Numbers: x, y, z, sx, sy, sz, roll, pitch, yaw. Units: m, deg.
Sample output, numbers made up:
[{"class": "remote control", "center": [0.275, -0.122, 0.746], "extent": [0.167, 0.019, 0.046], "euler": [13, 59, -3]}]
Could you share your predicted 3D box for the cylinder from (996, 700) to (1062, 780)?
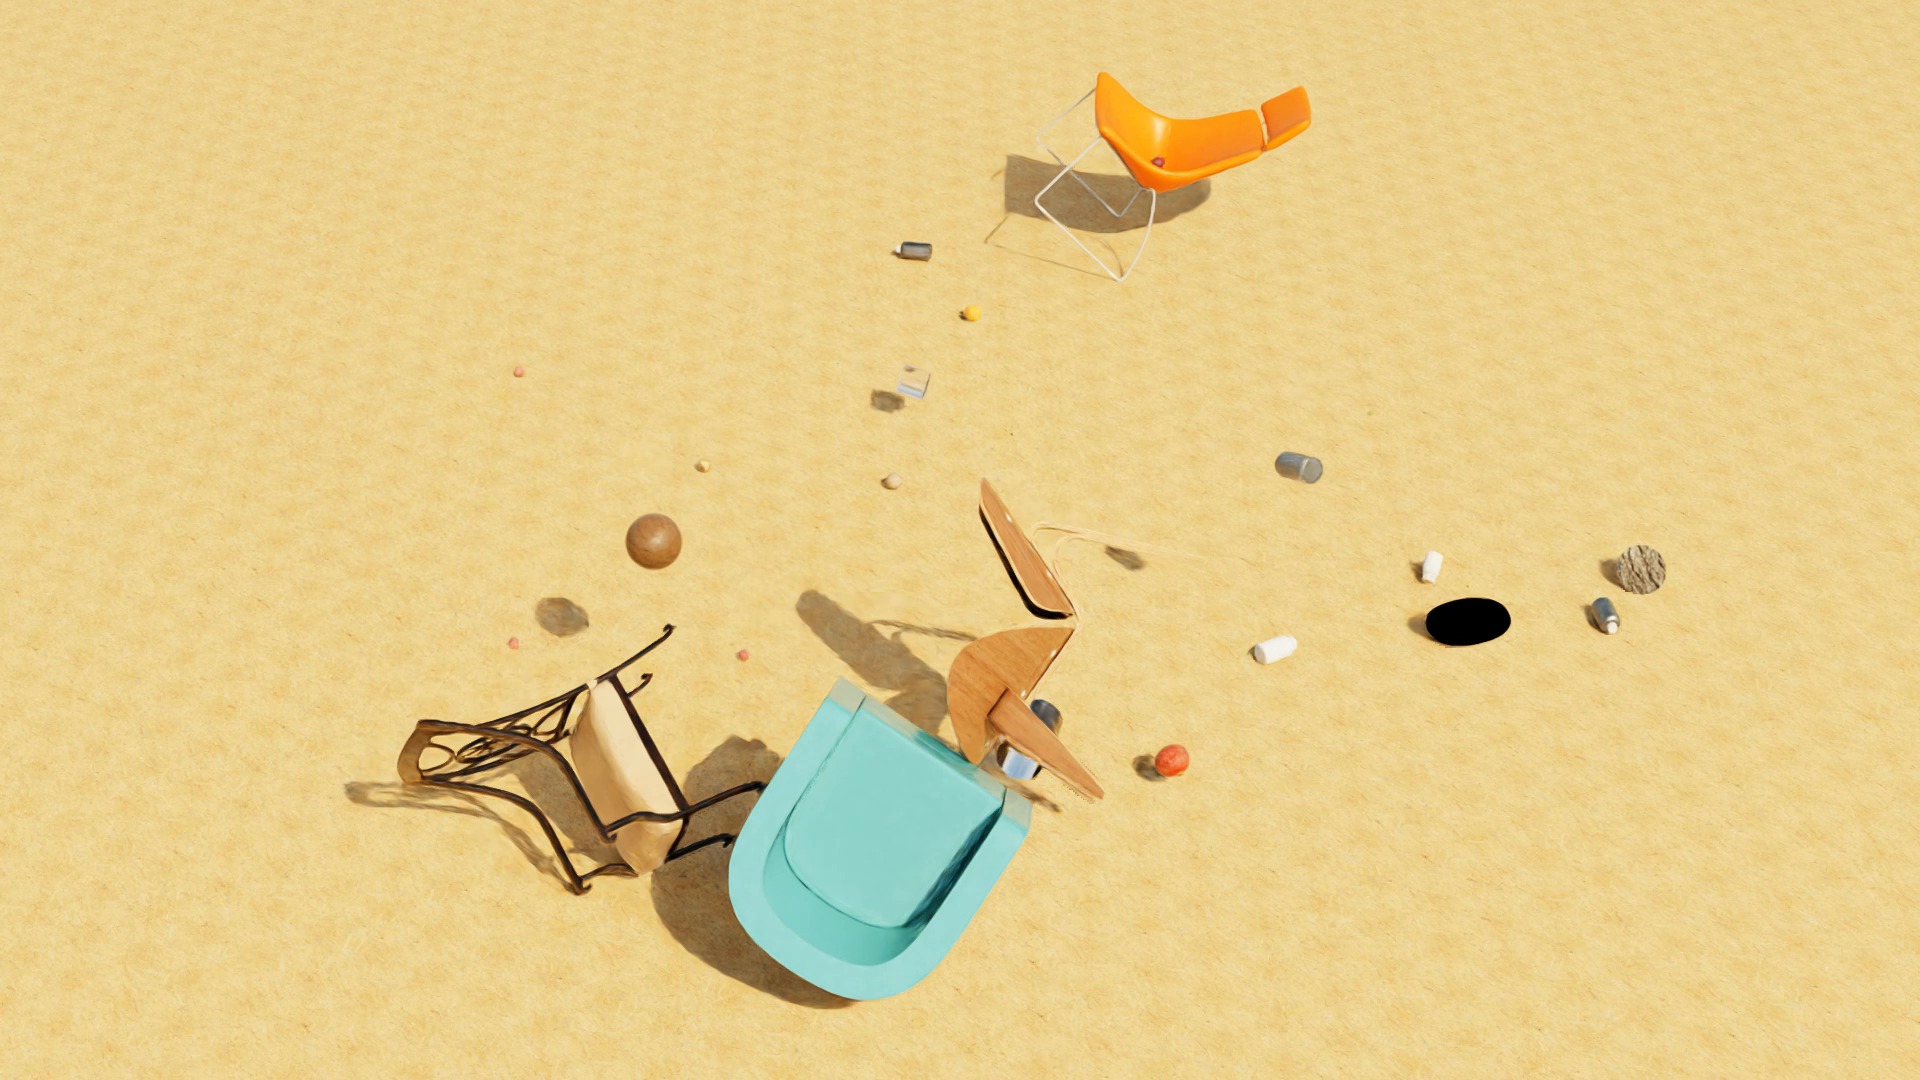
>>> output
[{"class": "cylinder", "center": [0.232, 0.665, 9.773], "extent": [0.160, 0.183, 0.220], "euler": [31, 37, -1]}]

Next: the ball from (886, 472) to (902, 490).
[{"class": "ball", "center": [-0.253, -0.227, 11.229], "extent": [0.065, 0.065, 0.065], "euler": [0, 33, 0]}]

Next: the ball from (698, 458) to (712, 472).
[{"class": "ball", "center": [-0.987, -0.290, 11.336], "extent": [0.053, 0.053, 0.053], "euler": [0, 33, 0]}]

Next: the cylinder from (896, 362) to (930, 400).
[{"class": "cylinder", "center": [-0.184, -0.624, 11.520], "extent": [0.110, 0.089, 0.134], "euler": [19, 53, -7]}]

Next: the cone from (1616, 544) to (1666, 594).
[{"class": "cone", "center": [2.480, 0.117, 10.705], "extent": [0.178, 0.097, 0.185], "euler": [-17, 79, 0]}]

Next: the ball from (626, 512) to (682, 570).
[{"class": "ball", "center": [-0.985, 0.005, 9.435], "extent": [0.185, 0.185, 0.185], "euler": [0, 33, 0]}]

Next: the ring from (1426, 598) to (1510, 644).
[{"class": "ring", "center": [1.788, 0.287, 10.320], "extent": [0.310, 0.134, 0.139], "euler": [-10, 36, 31]}]
